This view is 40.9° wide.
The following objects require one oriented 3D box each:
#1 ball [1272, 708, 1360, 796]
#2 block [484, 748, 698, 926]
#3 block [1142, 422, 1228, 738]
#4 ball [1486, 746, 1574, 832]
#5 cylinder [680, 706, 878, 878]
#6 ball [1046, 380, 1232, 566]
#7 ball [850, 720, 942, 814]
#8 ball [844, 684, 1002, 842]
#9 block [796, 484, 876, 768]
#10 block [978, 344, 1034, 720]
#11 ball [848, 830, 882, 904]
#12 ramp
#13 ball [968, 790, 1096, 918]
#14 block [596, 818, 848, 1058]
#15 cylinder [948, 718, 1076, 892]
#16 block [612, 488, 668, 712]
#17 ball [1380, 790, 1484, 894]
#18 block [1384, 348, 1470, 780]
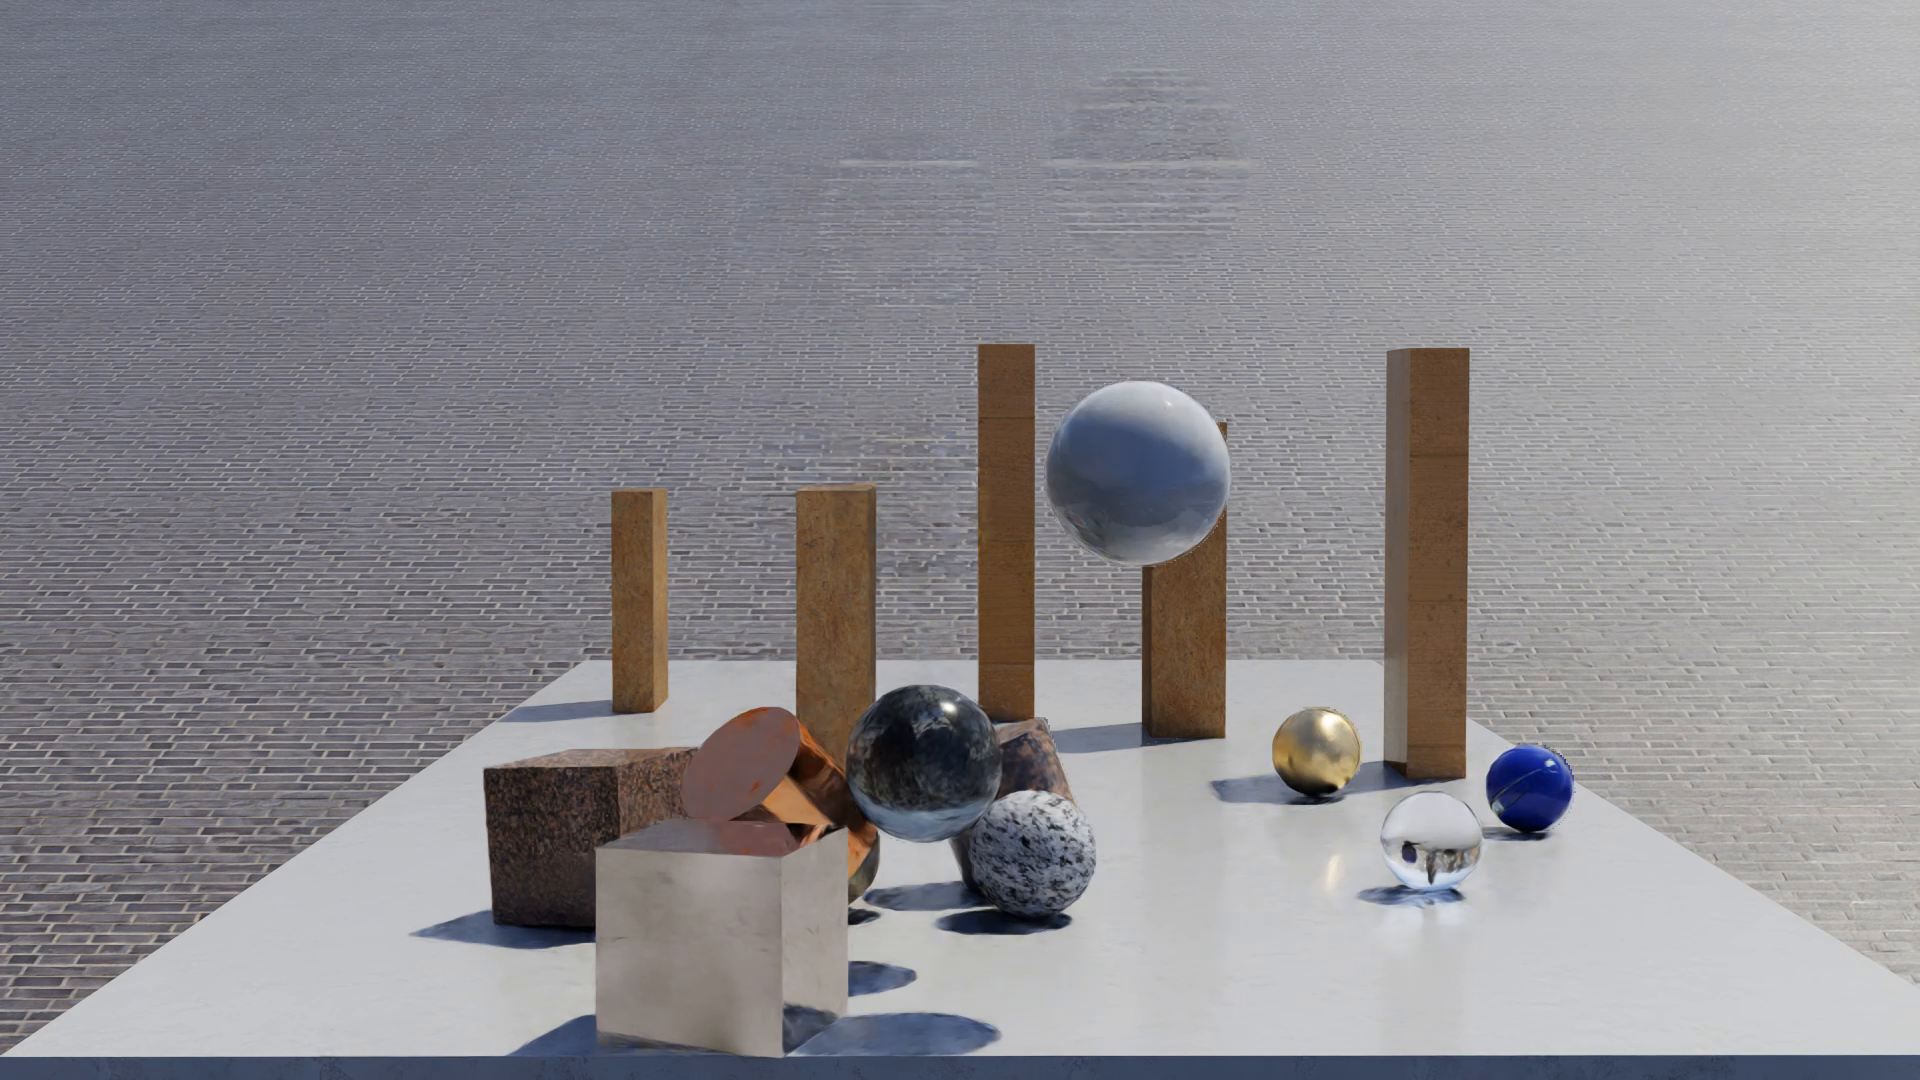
[{"bbox_3d":[0.586,0.349,4.233,0.144,0.144,0.144,0,22,0],"label":"ball"},{"bbox_3d":[-0.454,0.369,3.224,0.194,0.194,0.194,-3,1,25],"label":"block"},{"bbox_3d":[0.442,0.072,5.093,0.144,0.610,0.256,0,3,0],"label":"block"},{"bbox_3d":[0.858,0.374,3.876,0.130,0.130,0.130,0,22,0],"label":"ball"},{"bbox_3d":[-0.209,0.308,2.984,0.165,0.165,0.165,-24,37,20],"label":"cylinder"},{"bbox_3d":[0.193,-0.073,2.785,0.201,0.201,0.201,0,22,0],"label":"ball"},{"bbox_3d":[-0.081,0.290,3.279,0.118,0.118,0.118,0,22,0],"label":"ball"},{"bbox_3d":[-0.041,0.255,2.944,0.181,0.181,0.181,0,22,0],"label":"ball"},{"bbox_3d":[-0.212,0.159,4.470,0.119,0.501,0.401,0,3,0],"label":"block"},{"bbox_3d":[0.095,-0.022,5.385,0.114,0.768,0.294,0,3,0],"label":"block"},{"bbox_3d":[-0.177,0.394,3.258,0.154,0.154,0.154,0,22,0],"label":"ball"},{"bbox_3d":[0.050,0.456,4.533,2.000,0.100,4.000,0,3,0],"label":"ramp"},{"bbox_3d":[0.091,0.393,3.219,0.160,0.160,0.160,0,22,0],"label":"ball"},{"bbox_3d":[-0.241,0.403,2.641,0.199,0.199,0.199,1,3,16],"label":"block"},{"bbox_3d":[0.060,0.351,3.413,0.176,0.176,0.176,-20,3,1],"label":"cylinder"},{"bbox_3d":[-0.687,0.124,5.525,0.087,0.464,0.269,0,3,0],"label":"block"},{"bbox_3d":[0.621,0.397,3.385,0.134,0.134,0.134,0,22,0],"label":"ball"},{"bbox_3d":[0.818,0.036,4.523,0.101,0.740,0.242,0,3,0],"label":"block"}]
